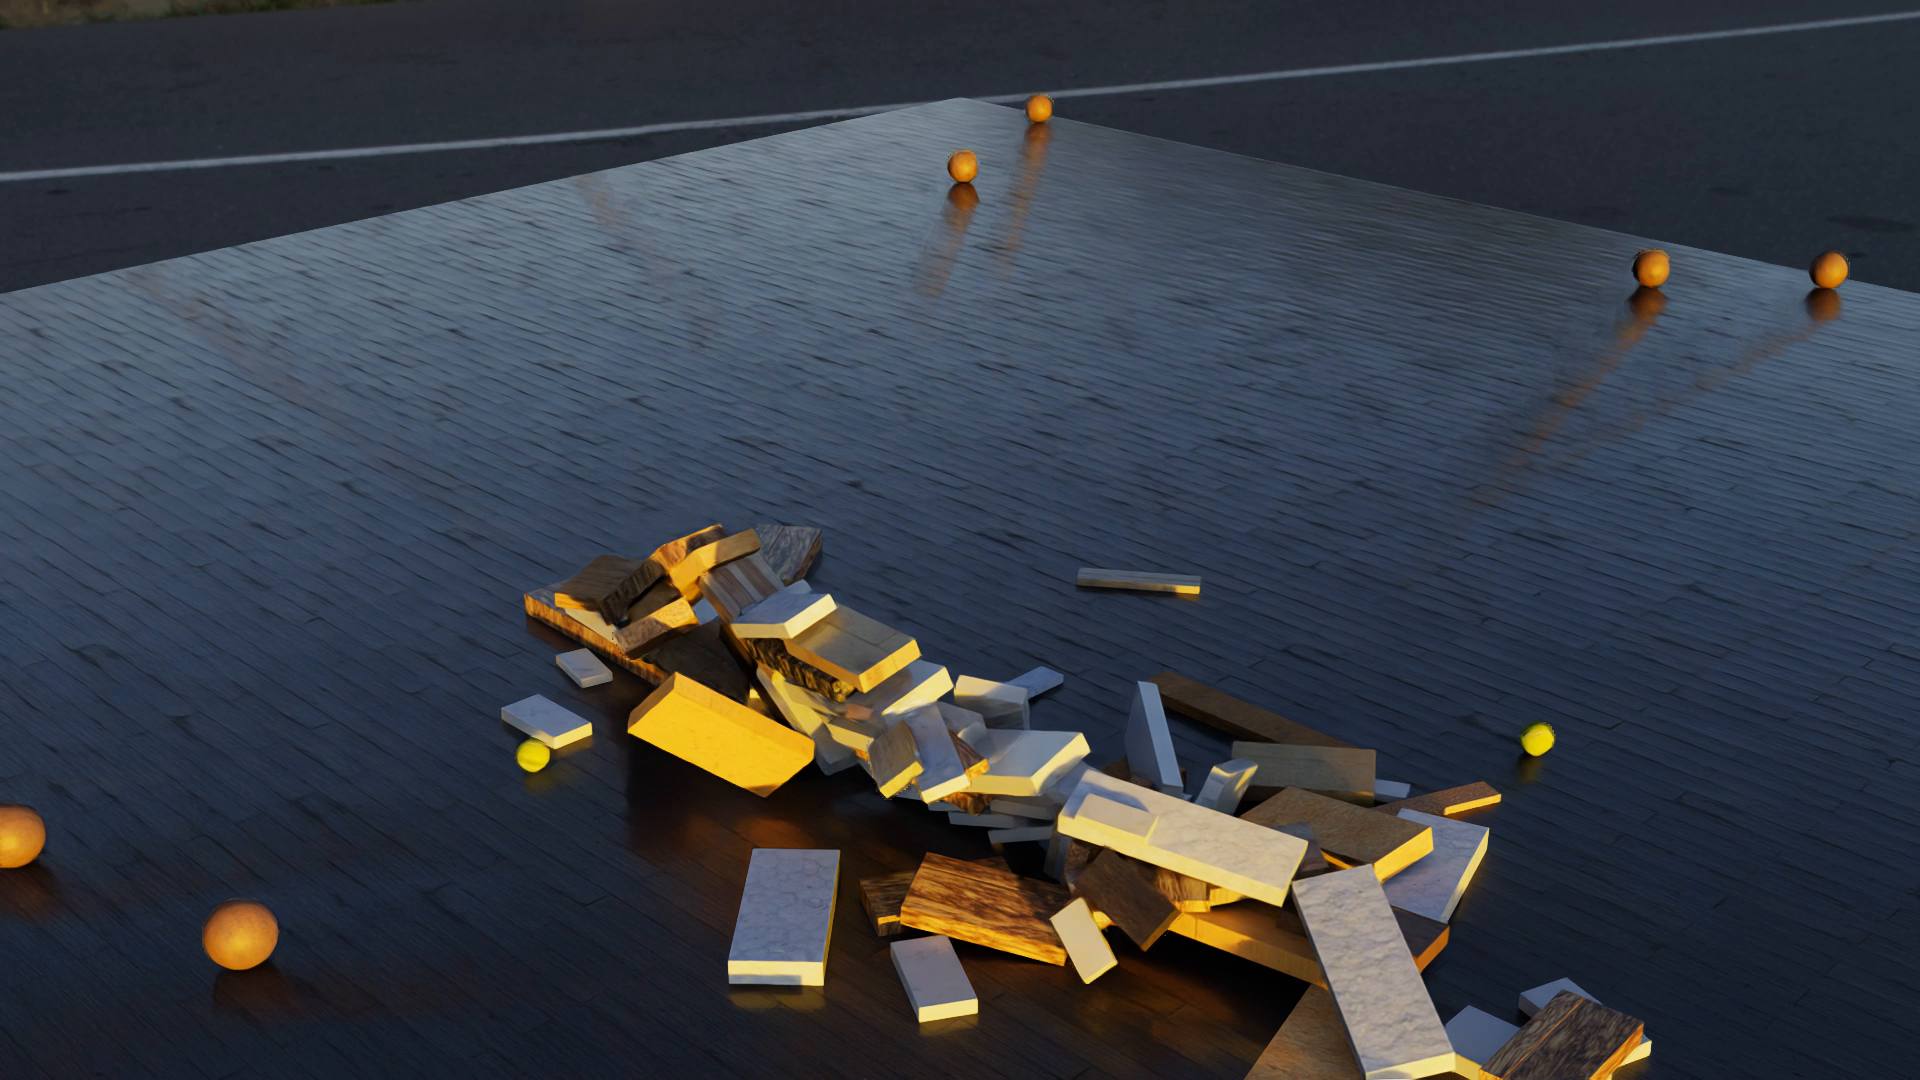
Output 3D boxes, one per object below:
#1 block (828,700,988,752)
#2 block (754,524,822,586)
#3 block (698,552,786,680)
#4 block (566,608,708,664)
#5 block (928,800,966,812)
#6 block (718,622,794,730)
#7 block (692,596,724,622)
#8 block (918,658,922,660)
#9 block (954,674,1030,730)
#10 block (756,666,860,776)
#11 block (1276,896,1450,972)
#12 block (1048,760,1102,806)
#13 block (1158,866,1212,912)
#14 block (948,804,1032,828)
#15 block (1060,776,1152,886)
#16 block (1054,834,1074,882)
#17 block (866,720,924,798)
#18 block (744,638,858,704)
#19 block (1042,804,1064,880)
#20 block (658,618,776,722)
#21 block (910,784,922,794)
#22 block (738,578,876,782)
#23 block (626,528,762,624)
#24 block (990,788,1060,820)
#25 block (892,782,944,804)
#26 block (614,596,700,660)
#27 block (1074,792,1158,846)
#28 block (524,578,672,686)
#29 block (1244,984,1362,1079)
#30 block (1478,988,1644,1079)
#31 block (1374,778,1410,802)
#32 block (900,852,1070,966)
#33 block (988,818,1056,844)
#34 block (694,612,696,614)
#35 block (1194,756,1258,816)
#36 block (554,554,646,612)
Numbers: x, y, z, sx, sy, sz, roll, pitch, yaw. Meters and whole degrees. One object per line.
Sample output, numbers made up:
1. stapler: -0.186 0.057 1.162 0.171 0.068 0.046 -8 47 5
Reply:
1. block: -0.107 0.375 4.399 0.304 0.043 0.152 13 40 45
2. block: -0.469 0.050 5.582 0.168 0.048 0.336 4 23 9
3. block: -0.425 0.164 4.775 0.150 0.042 0.300 -22 55 -31
4. block: -0.756 0.181 5.141 0.178 0.050 0.356 -18 29 -36
5. block: 0.008 0.523 4.429 0.072 0.020 0.143 -23 10 -42
6. block: -0.386 0.278 4.793 0.150 0.042 0.300 -19 55 -29
7. block: -0.612 0.174 5.315 0.098 0.028 0.196 10 25 22
8. block: -0.123 0.286 5.063 0.067 0.019 0.133 -14 27 -30
9. block: 0.069 0.391 4.476 0.142 0.283 0.040 11 50 14
10. block: -0.294 0.356 4.683 0.150 0.042 0.300 -19 55 -29
11. block: 0.710 0.682 3.882 0.268 0.038 0.134 15 24 32
12. block: 0.272 0.489 4.095 0.194 0.028 0.097 28 41 28
13. block: 0.406 0.595 3.963 0.093 0.026 0.185 -1 34 9
14. block: 0.073 0.541 4.380 0.183 0.026 0.091 -3 14 46
15. block: 0.274 0.572 4.174 0.040 0.142 0.284 23 30 20
16. block: 0.234 0.557 4.189 0.028 0.194 0.097 34 42 31
17. block: -0.123 0.412 4.153 0.089 0.025 0.177 -37 23 6
18. block: -0.280 0.223 4.499 0.169 0.048 0.338 -33 31 -25
19. block: 0.218 0.550 4.214 0.028 0.194 0.097 34 38 31
20. block: -0.480 0.306 4.870 0.356 0.050 0.178 31 37 29
21. block: -0.021 0.489 4.424 0.143 0.020 0.072 4 27 31
22. block: -0.246 0.300 4.626 0.169 0.048 0.516 -27 60 -32
23. block: -0.601 0.091 4.950 0.169 0.048 0.338 -23 -10 -44
24. block: 0.148 0.510 4.300 0.091 0.026 0.183 -21 12 -35
25. block: -0.068 0.504 4.488 0.143 0.020 0.072 1 24 47
26. block: -0.657 0.195 4.791 0.169 0.048 0.338 -28 -3 -7
27. block: 0.282 0.503 3.962 0.134 0.019 0.067 17 37 18
28. block: -0.752 0.229 5.155 0.178 0.050 0.699 -20 30 -39
29. block: 0.603 0.869 3.650 0.175 0.049 0.349 12 26 26
30. block: 0.988 0.847 3.614 0.147 0.042 0.294 18 29 37
31. block: 0.860 0.515 4.526 0.122 0.017 0.061 8 24 18
32. block: 0.062 0.675 4.035 0.310 0.044 0.155 13 35 12
33. block: 0.149 0.561 4.309 0.091 0.026 0.183 -23 7 -42
34. block: -0.635 0.183 5.183 0.021 0.076 0.151 -39 54 -14
35. block: 0.513 0.497 4.307 0.036 0.126 0.253 29 8 18
36. block: -0.849 0.102 5.219 0.121 0.034 0.242 7 24 16
